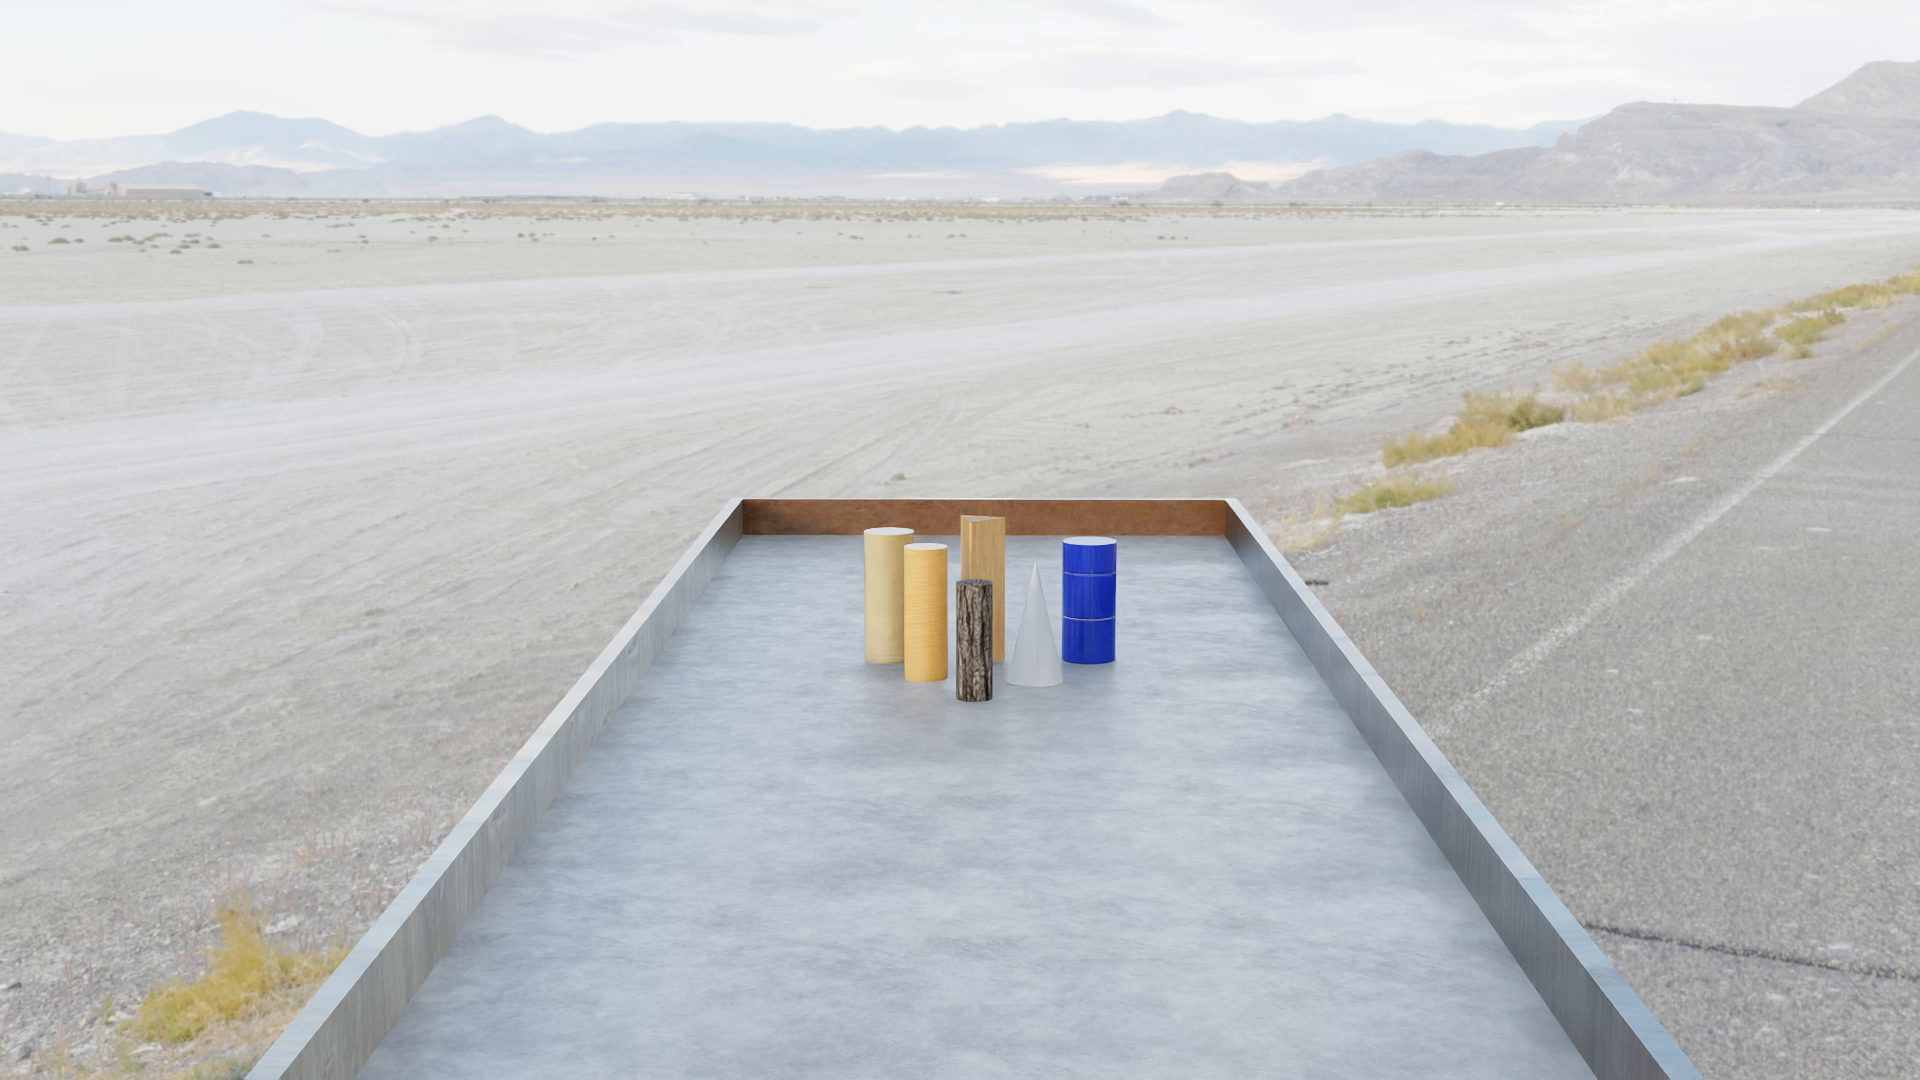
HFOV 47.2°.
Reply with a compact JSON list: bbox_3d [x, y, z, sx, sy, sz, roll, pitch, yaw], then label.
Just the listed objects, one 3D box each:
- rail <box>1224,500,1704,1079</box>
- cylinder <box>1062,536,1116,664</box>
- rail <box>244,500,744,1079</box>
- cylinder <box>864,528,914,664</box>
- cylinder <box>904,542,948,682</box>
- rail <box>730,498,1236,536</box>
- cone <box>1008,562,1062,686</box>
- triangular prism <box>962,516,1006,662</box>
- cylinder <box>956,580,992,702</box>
[{"bbox_3d":[1.046,0.843,3.208,0.050,0.150,12.000,0,9,1],"label":"rail"},{"bbox_3d":[0.392,0.183,6.688,0.165,0.365,0.165,0,9,0],"label":"cylinder"},{"bbox_3d":[-1.004,0.839,3.234,0.050,0.150,12.000,0,9,1],"label":"rail"},{"bbox_3d":[-0.215,0.168,6.689,0.153,0.394,0.153,0,9,0],"label":"cylinder"},{"bbox_3d":[-0.100,0.211,6.433,0.128,0.389,0.128,0,9,0],"label":"cylinder"},{"bbox_3d":[0.099,-0.098,9.147,2.100,0.150,0.050,0,9,1],"label":"rail"},{"bbox_3d":[0.219,0.233,6.393,0.165,0.359,0.165,0,9,0],"label":"cone"},{"bbox_3d":[0.044,0.148,6.675,0.139,0.438,0.120,-8,12,-40],"label":"triangular prism"},{"bbox_3d":[0.040,0.282,6.173,0.103,0.331,0.103,0,9,0],"label":"cylinder"}]
